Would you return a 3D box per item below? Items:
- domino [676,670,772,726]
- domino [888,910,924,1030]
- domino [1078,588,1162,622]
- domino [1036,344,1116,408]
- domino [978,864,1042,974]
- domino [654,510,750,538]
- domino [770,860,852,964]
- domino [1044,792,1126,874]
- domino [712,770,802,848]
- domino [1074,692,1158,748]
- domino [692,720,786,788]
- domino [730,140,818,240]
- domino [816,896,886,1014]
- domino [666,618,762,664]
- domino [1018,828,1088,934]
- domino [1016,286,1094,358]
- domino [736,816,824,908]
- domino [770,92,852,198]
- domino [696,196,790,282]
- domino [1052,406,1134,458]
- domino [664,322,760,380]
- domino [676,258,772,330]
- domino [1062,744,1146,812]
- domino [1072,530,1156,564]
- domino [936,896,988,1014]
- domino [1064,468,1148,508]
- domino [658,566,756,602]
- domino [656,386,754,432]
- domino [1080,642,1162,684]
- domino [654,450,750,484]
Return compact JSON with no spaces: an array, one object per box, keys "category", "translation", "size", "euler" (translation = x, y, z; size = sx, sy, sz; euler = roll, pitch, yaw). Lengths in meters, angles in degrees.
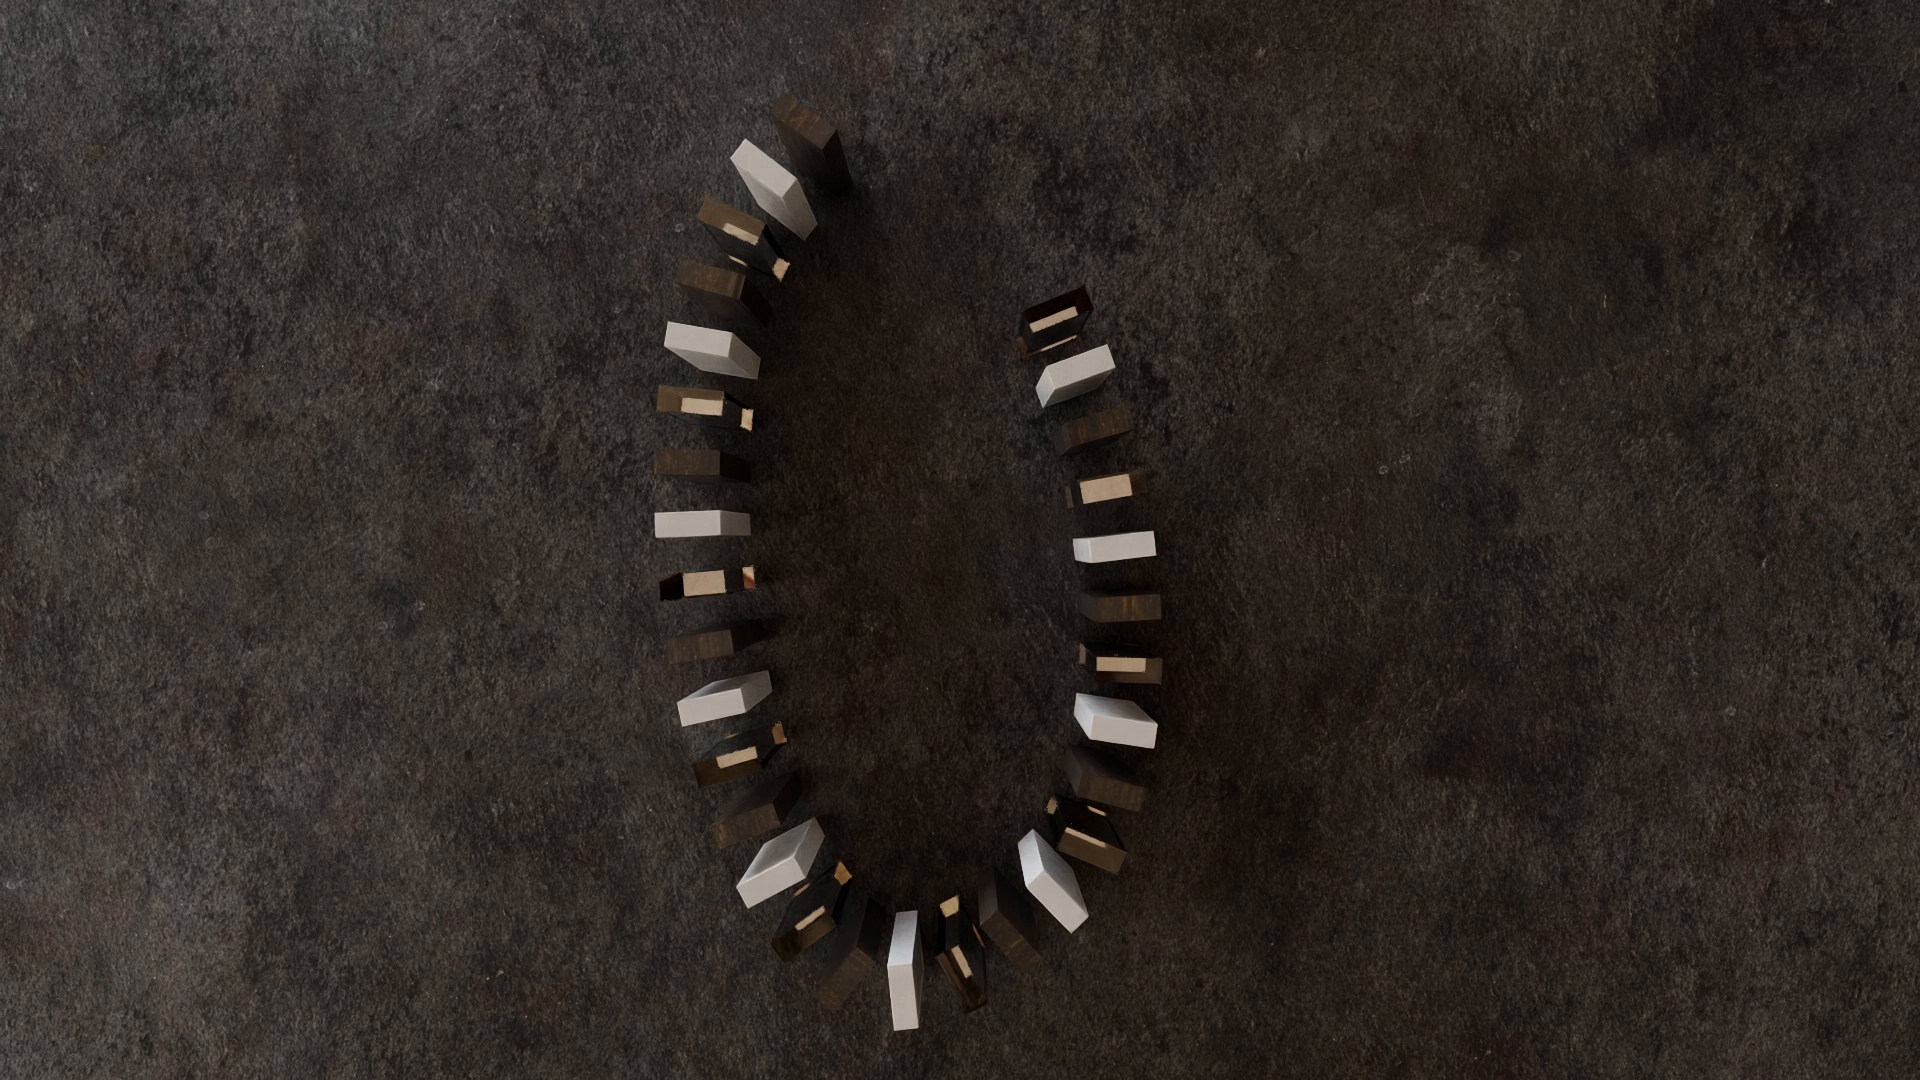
[{"category":"domino","translation":[-0.095,0.064,0.375],"size":[0.025,0.050,0.010],"euler":[-13,90,0]},{"category":"domino","translation":[-0.022,0.175,0.375],"size":[0.010,0.050,0.025],"euler":[-6,90,0]},{"category":"domino","translation":[0.064,0.026,0.375],"size":[0.025,0.050,0.010],"euler":[-3,90,0]},{"category":"domino","translation":[0.046,-0.066,0.375],"size":[0.025,0.050,0.009],"euler":[-20,90,0]},{"category":"domino","translation":[0.020,0.154,0.375],"size":[0.009,0.050,0.025],"euler":[-43,90,0]},{"category":"domino","translation":[-0.104,-0.006,0.375],"size":[0.025,0.050,0.009],"euler":[-2,90,0]},{"category":"domino","translation":[-0.060,0.151,0.375],"size":[0.025,0.050,0.009],"euler":[-36,90,0]},{"category":"domino","translation":[0.050,0.119,0.375],"size":[0.025,0.050,0.009],"euler":[23,90,0]},{"category":"domino","translation":[-0.082,0.109,0.375],"size":[0.025,0.050,0.009],"euler":[-21,90,0]},{"category":"domino","translation":[0.063,0.073,0.375],"size":[0.025,0.050,0.009],"euler":[8,90,0]},{"category":"domino","translation":[-0.089,0.087,0.375],"size":[0.025,0.050,0.010],"euler":[-16,90,0]},{"category":"domino","translation":[-0.075,-0.142,0.375],"size":[0.025,0.050,0.010],"euler":[38,90,0]},{"category":"domino","translation":[-0.044,0.168,0.375],"size":[0.010,0.050,0.025],"euler":[39,90,0]},{"category":"domino","translation":[-0.099,0.041,0.375],"size":[0.025,0.050,0.009],"euler":[-9,90,0]},{"category":"domino","translation":[0.037,0.138,0.375],"size":[0.009,0.050,0.025],"euler":[-44,90,0]},{"category":"domino","translation":[0.038,-0.088,0.375],"size":[0.025,0.050,0.010],"euler":[-22,90,0]},{"category":"domino","translation":[-0.072,0.131,0.375],"size":[0.025,0.050,0.010],"euler":[-28,90,0]},{"category":"domino","translation":[-0.060,-0.160,0.375],"size":[0.025,0.050,0.010],"euler":[35,90,0]},{"category":"domino","translation":[-0.087,-0.122,0.375],"size":[0.025,0.050,0.009],"euler":[25,90,0]},{"category":"domino","translation":[0.054,-0.044,0.375],"size":[0.025,0.050,0.010],"euler":[-16,90,0]},{"category":"domino","translation":[-0.100,-0.077,0.375],"size":[0.025,0.050,0.009],"euler":[10,90,0]},{"category":"domino","translation":[-0.095,-0.100,0.375],"size":[0.025,0.050,0.009],"euler":[15,90,0]},{"category":"domino","translation":[0.058,0.096,0.375],"size":[0.025,0.050,0.009],"euler":[15,90,0]},{"category":"domino","translation":[0.062,0.003,0.375],"size":[0.025,0.050,0.009],"euler":[-7,90,0]},{"category":"domino","translation":[0.001,0.168,0.375],"size":[0.009,0.050,0.025],"euler":[-27,90,0]},{"category":"domino","translation":[0.059,-0.021,0.375],"size":[0.025,0.050,0.009],"euler":[-10,90,0]},{"category":"domino","translation":[-0.102,0.017,0.375],"size":[0.025,0.050,0.009],"euler":[-6,90,0]},{"category":"domino","translation":[-0.103,-0.053,0.375],"size":[0.025,0.050,0.010],"euler":[5,90,0]},{"category":"domino","translation":[0.065,0.050,0.375],"size":[0.025,0.050,0.010],"euler":[2,90,0]},{"category":"domino","translation":[-0.104,-0.030,0.375],"size":[0.025,0.050,0.009],"euler":[1,90,0]}]
